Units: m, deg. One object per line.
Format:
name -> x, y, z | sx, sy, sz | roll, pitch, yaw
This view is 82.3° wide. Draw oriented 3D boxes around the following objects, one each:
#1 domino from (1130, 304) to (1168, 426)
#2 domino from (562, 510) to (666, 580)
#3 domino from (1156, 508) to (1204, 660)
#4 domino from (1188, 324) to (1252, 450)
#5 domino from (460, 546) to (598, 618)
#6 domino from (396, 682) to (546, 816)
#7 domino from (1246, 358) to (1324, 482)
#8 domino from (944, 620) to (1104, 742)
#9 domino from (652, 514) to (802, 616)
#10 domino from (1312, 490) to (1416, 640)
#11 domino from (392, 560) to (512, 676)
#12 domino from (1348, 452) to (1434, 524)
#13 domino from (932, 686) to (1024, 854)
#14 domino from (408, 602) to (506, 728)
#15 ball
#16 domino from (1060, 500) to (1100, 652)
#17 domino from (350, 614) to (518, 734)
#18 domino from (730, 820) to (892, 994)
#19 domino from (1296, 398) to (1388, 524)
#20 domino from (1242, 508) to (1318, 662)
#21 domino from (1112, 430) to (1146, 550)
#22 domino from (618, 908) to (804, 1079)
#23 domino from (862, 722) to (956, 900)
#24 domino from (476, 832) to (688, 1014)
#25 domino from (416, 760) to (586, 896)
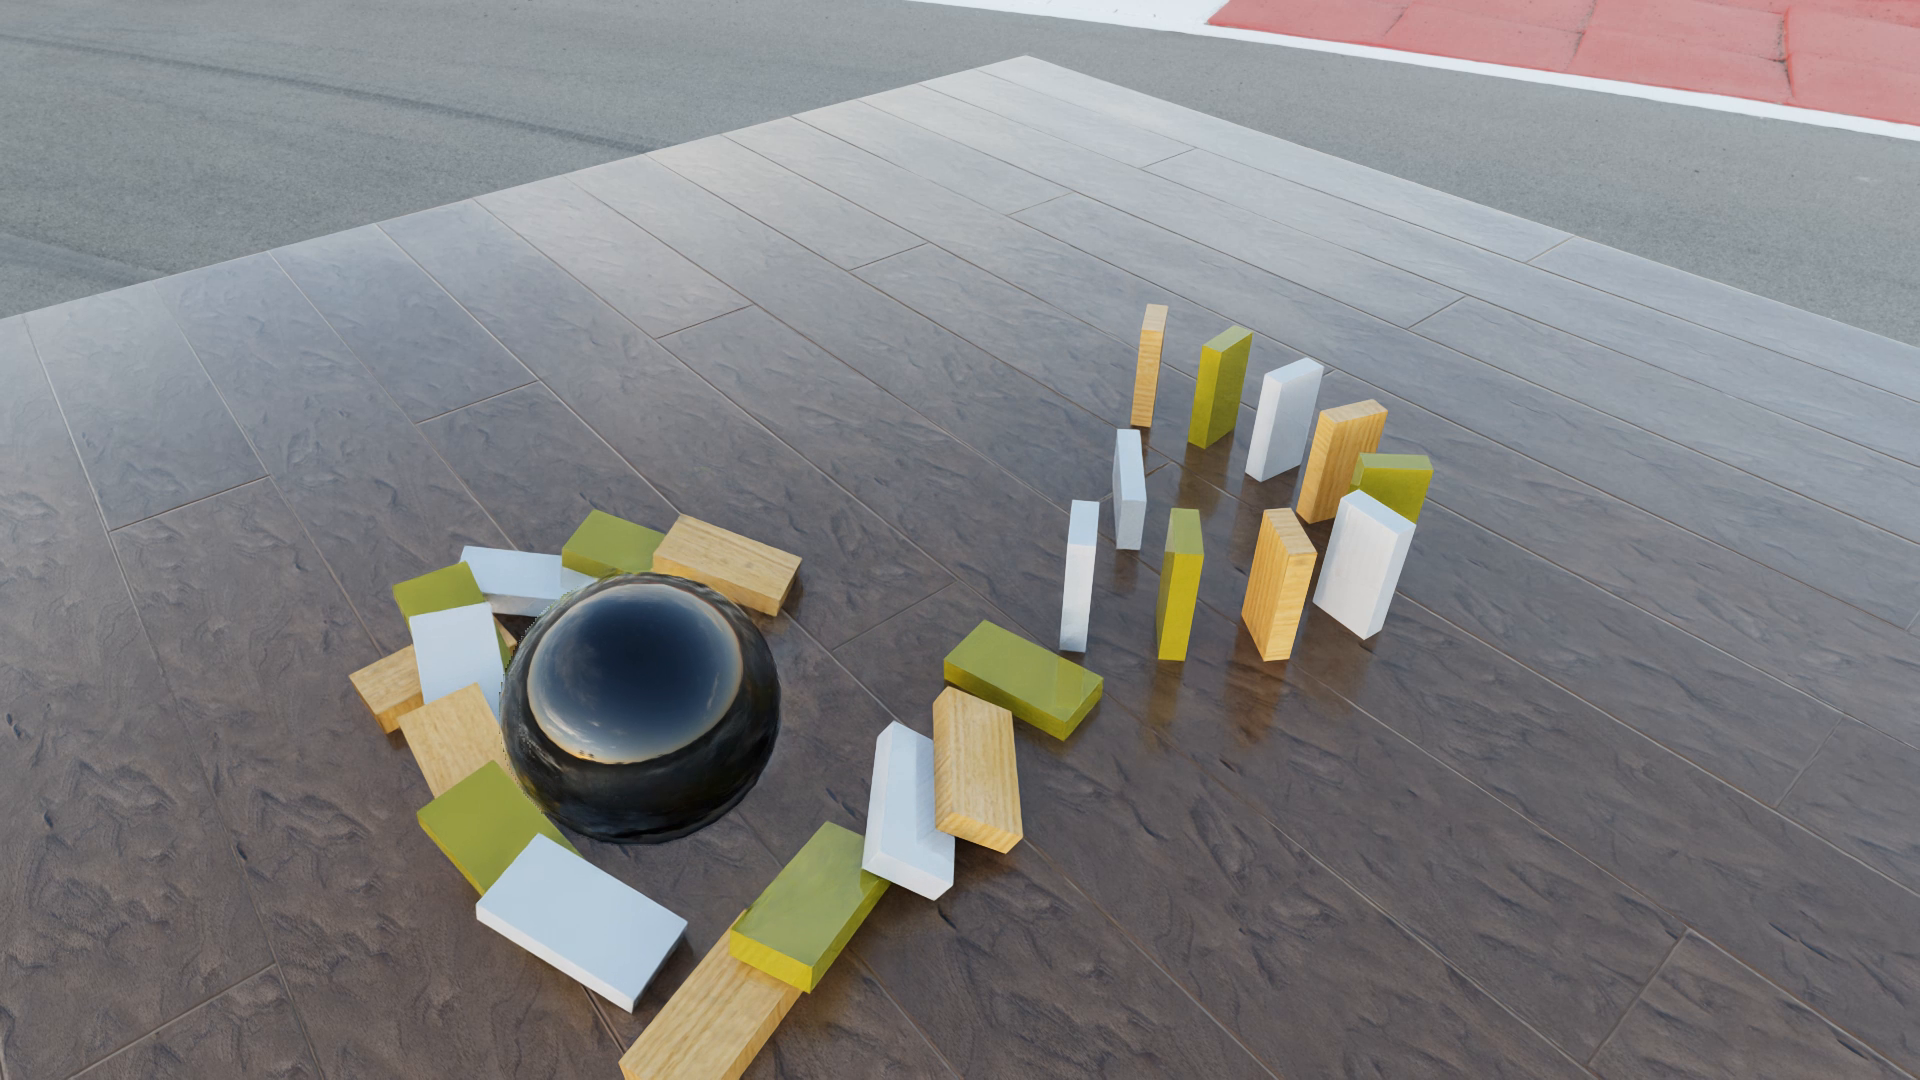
domino -> 0.088, -0.081, 0.510 | 0.009, 0.050, 0.025 | 9, 40, 10
domino -> -0.124, 0.007, 0.424 | 0.050, 0.010, 0.025 | 20, 41, 0
domino -> 0.078, 0.016, 0.392 | 0.009, 0.050, 0.025 | 3, 39, 4
domino -> 0.117, -0.069, 0.495 | 0.010, 0.050, 0.025 | 31, 49, 32
domino -> -0.162, 0.016, 0.413 | 0.050, 0.010, 0.025 | 7, 37, -16
domino -> -0.152, 0.072, 0.342 | 0.025, 0.010, 0.050 | -26, 67, -28
domino -> 0.140, -0.051, 0.474 | 0.025, 0.050, 0.009 | -23, 44, -25
domino -> 0.022, 0.048, 0.385 | 0.050, 0.010, 0.025 | 24, 45, 27
domino -> -0.089, 0.009, 0.421 | 0.050, 0.010, 0.025 | 20, 41, 0
domino -> 0.146, 0.009, 0.400 | 0.009, 0.050, 0.025 | -23, 45, -26
domino -> -0.173, 0.034, 0.380 | 0.025, 0.009, 0.050 | -23, 75, -30
domino -> 0.162, -0.010, 0.423 | 0.025, 0.050, 0.010 | 2, 39, 3
domino -> 0.005, 0.071, 0.347 | 0.025, 0.009, 0.050 | 25, 34, -21
domino -> -0.165, 0.047, 0.365 | 0.025, 0.010, 0.050 | -11, 70, -24
ball -> -0.093, 0.050, 0.327 | 0.080, 0.080, 0.080 | 0, 39, 0
domino -> 0.043, 0.013, 0.395 | 0.009, 0.050, 0.025 | 5, 40, 6
domino -> -0.184, 0.045, 0.388 | 0.050, 0.009, 0.025 | -31, 48, -32
domino -> -0.040, 0.101, 0.309 | 0.025, 0.009, 0.050 | 18, 28, 18
domino -> 0.156, -0.032, 0.450 | 0.025, 0.050, 0.010 | -14, 41, -16
domino -> 0.113, 0.016, 0.392 | 0.009, 0.050, 0.025 | -5, 40, -6
domino -> 0.070, -0.022, 0.458 | 0.010, 0.025, 0.050 | 3, 39, 3
domino -> -0.062, 0.125, 0.291 | 0.025, 0.010, 0.050 | 20, 44, 23
domino -> -0.014, 0.081, 0.333 | 0.025, 0.009, 0.050 | 30, 32, -19
domino -> -0.104, 0.105, 0.304 | 0.050, 0.009, 0.025 | 28, 44, 6
domino -> -0.131, 0.091, 0.321 | 0.050, 0.010, 0.025 | 40, 52, 15
